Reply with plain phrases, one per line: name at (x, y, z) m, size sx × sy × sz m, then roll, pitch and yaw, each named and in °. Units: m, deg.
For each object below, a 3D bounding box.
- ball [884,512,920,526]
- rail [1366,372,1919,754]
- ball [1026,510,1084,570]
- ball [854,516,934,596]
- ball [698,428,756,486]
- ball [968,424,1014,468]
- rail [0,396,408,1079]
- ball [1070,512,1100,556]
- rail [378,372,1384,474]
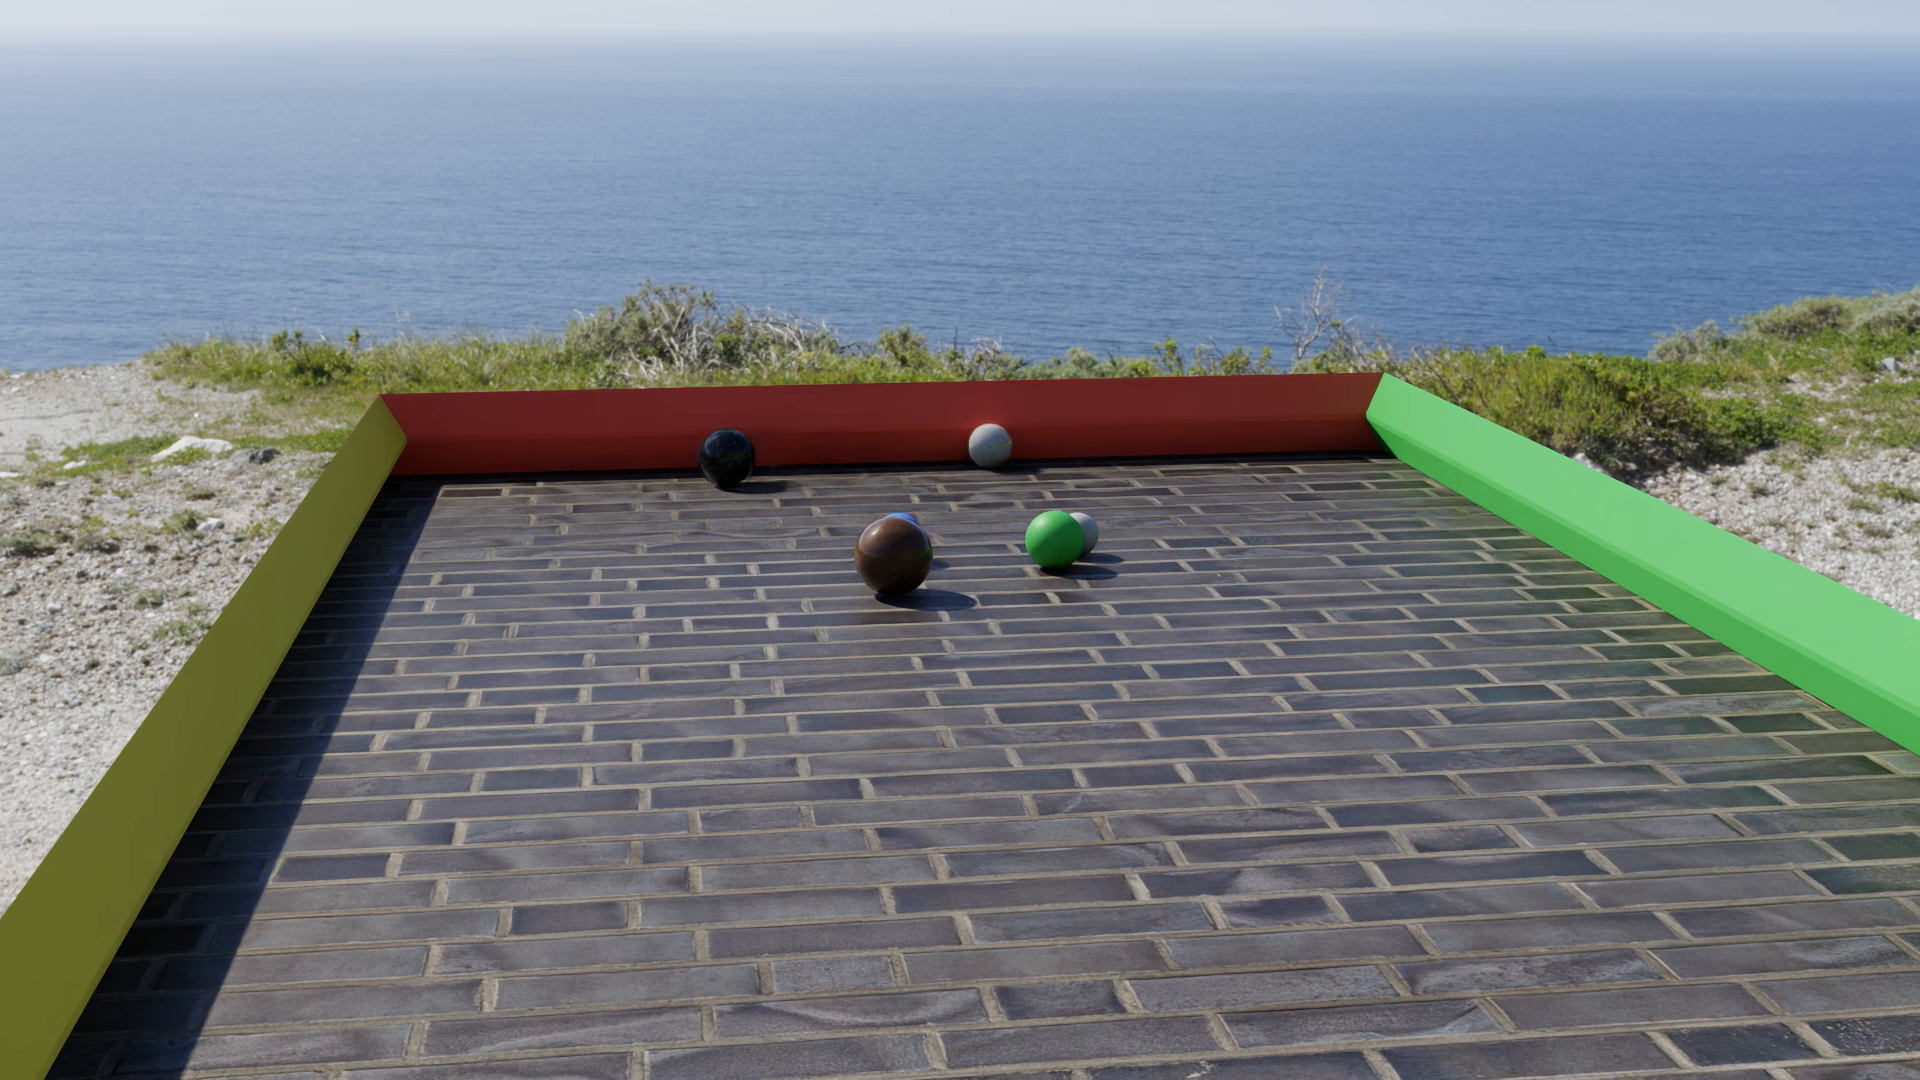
ball at (-0.081, -0.003, 2.894) m, size 0.065 × 0.065 × 0.065 m, roll 0°, pitch 13°, yaw 0°
rail at (0.884, 0.111, 2.258) m, size 0.045 × 0.128 × 2.907 m, roll -2°, pitch 13°, yaw -8°
ball at (0.123, 0.000, 2.854) m, size 0.077 × 0.077 × 0.077 m, roll 0°, pitch 13°, yaw 0°
ball at (-0.082, 0.020, 2.720) m, size 0.098 × 0.098 × 0.098 m, roll 0°, pitch 13°, yaw 0°
ball at (-0.357, -0.127, 3.377) m, size 0.087 × 0.087 × 0.087 m, roll 0°, pitch 13°, yaw 0°
ball at (0.049, -0.150, 3.509) m, size 0.072 × 0.072 × 0.072 m, roll 0°, pitch 13°, yaw 0°
rail at (-0.682, 0.161, 2.044) m, size 0.045 × 0.128 × 2.907 m, roll -2°, pitch 13°, yaw -8°
ball at (0.156, -0.008, 2.926) m, size 0.058 × 0.058 × 0.058 m, roll 0°, pitch 13°, yaw 0°
rail at (-0.098, -0.185, 3.531) m, size 1.629 × 0.128 × 0.045 m, roll -2°, pitch 13°, yaw -8°
